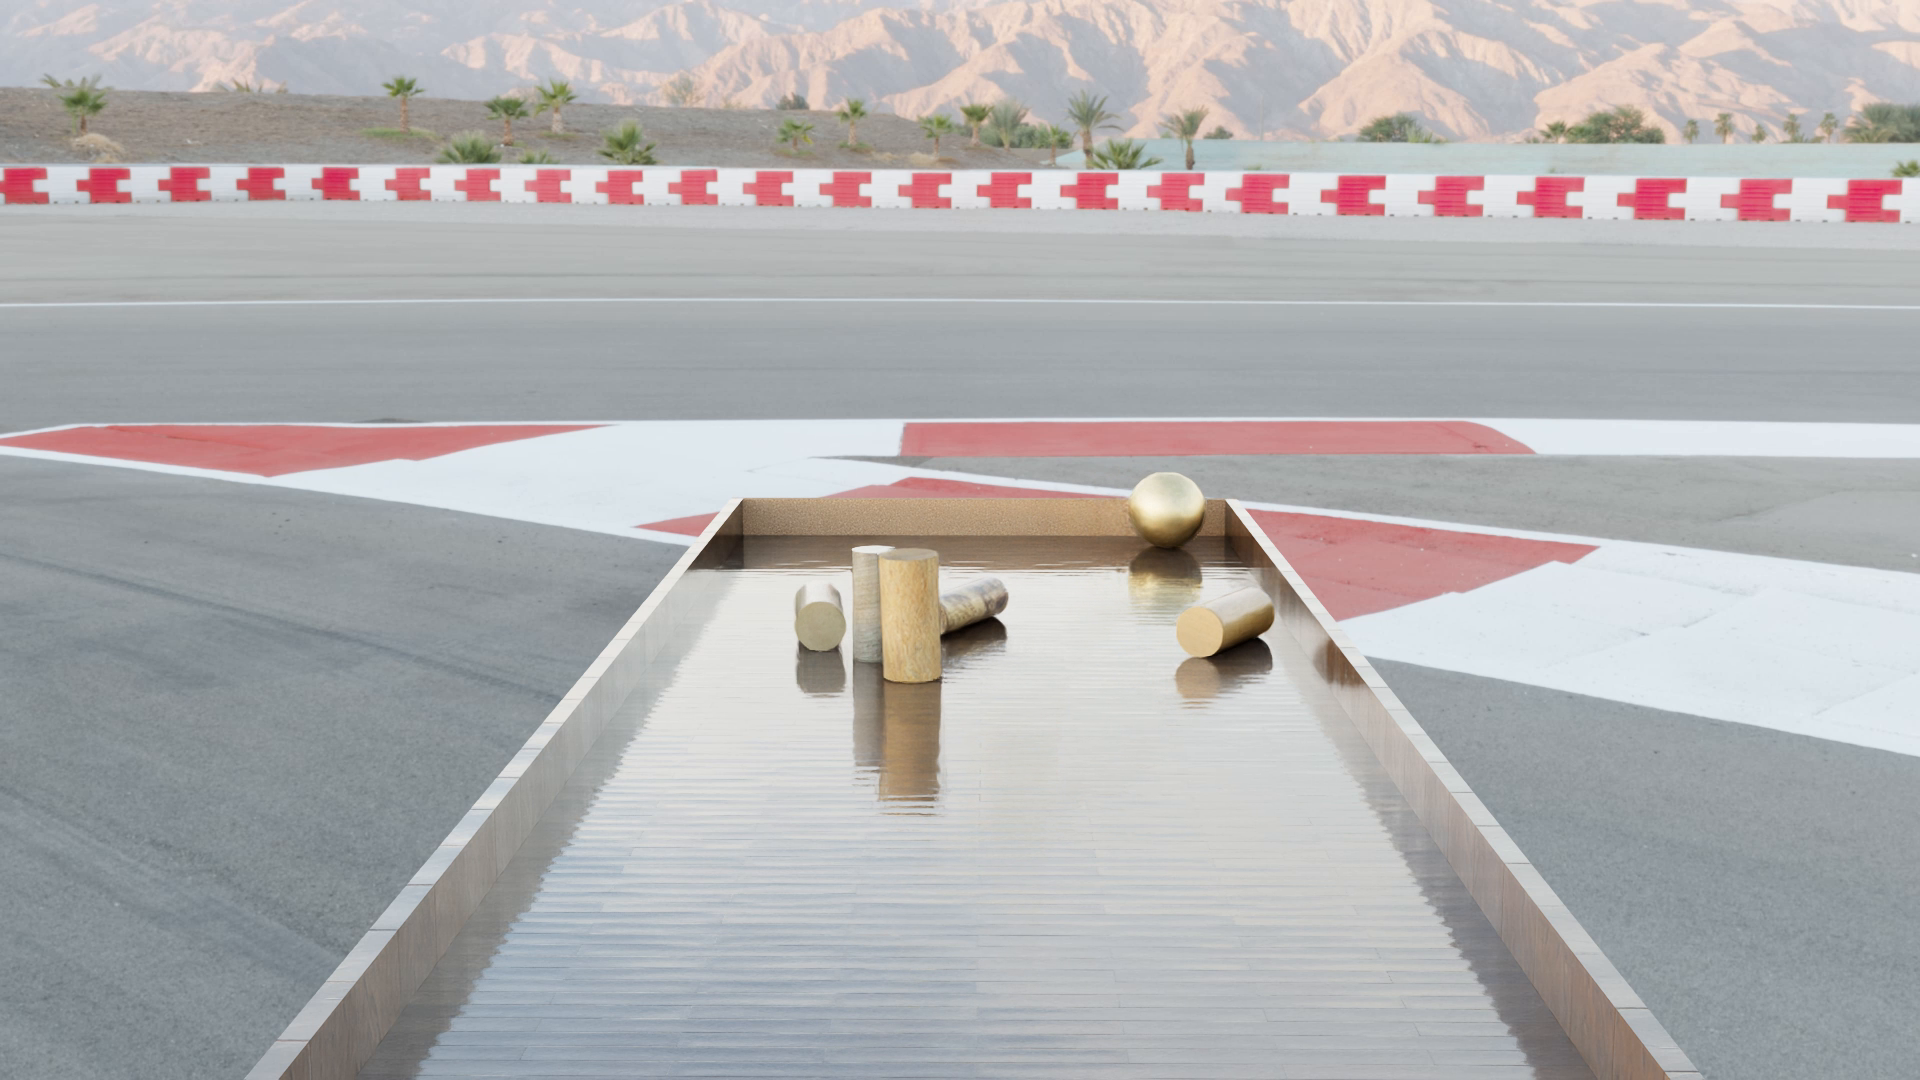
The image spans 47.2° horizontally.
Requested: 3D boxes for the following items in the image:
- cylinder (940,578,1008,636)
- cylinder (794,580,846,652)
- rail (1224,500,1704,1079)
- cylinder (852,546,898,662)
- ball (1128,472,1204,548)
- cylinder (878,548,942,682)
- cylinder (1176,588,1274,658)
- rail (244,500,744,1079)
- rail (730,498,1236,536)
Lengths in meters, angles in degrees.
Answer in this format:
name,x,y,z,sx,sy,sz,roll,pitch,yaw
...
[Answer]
name,x,y,z,sx,sy,sz,roll,pitch,yaw
cylinder,0.002,0.220,7.196,0.133,0.133,0.438,5,10,27
cylinder,-0.447,0.238,6.998,0.159,0.159,0.378,-1,9,-5
rail,1.046,0.843,3.208,0.050,0.150,12.000,0,9,1
cylinder,-0.258,0.194,6.711,0.141,0.336,0.141,0,9,0
ball,0.827,-0.123,8.813,0.305,0.305,0.305,0,9,0
cylinder,-0.145,0.220,6.435,0.173,0.363,0.173,-2,12,0
cylinder,0.834,0.256,6.893,0.158,0.158,0.394,5,10,31
rail,-1.004,0.839,3.234,0.050,0.150,12.000,0,9,1
rail,0.099,-0.098,9.147,2.100,0.150,0.050,0,9,1
